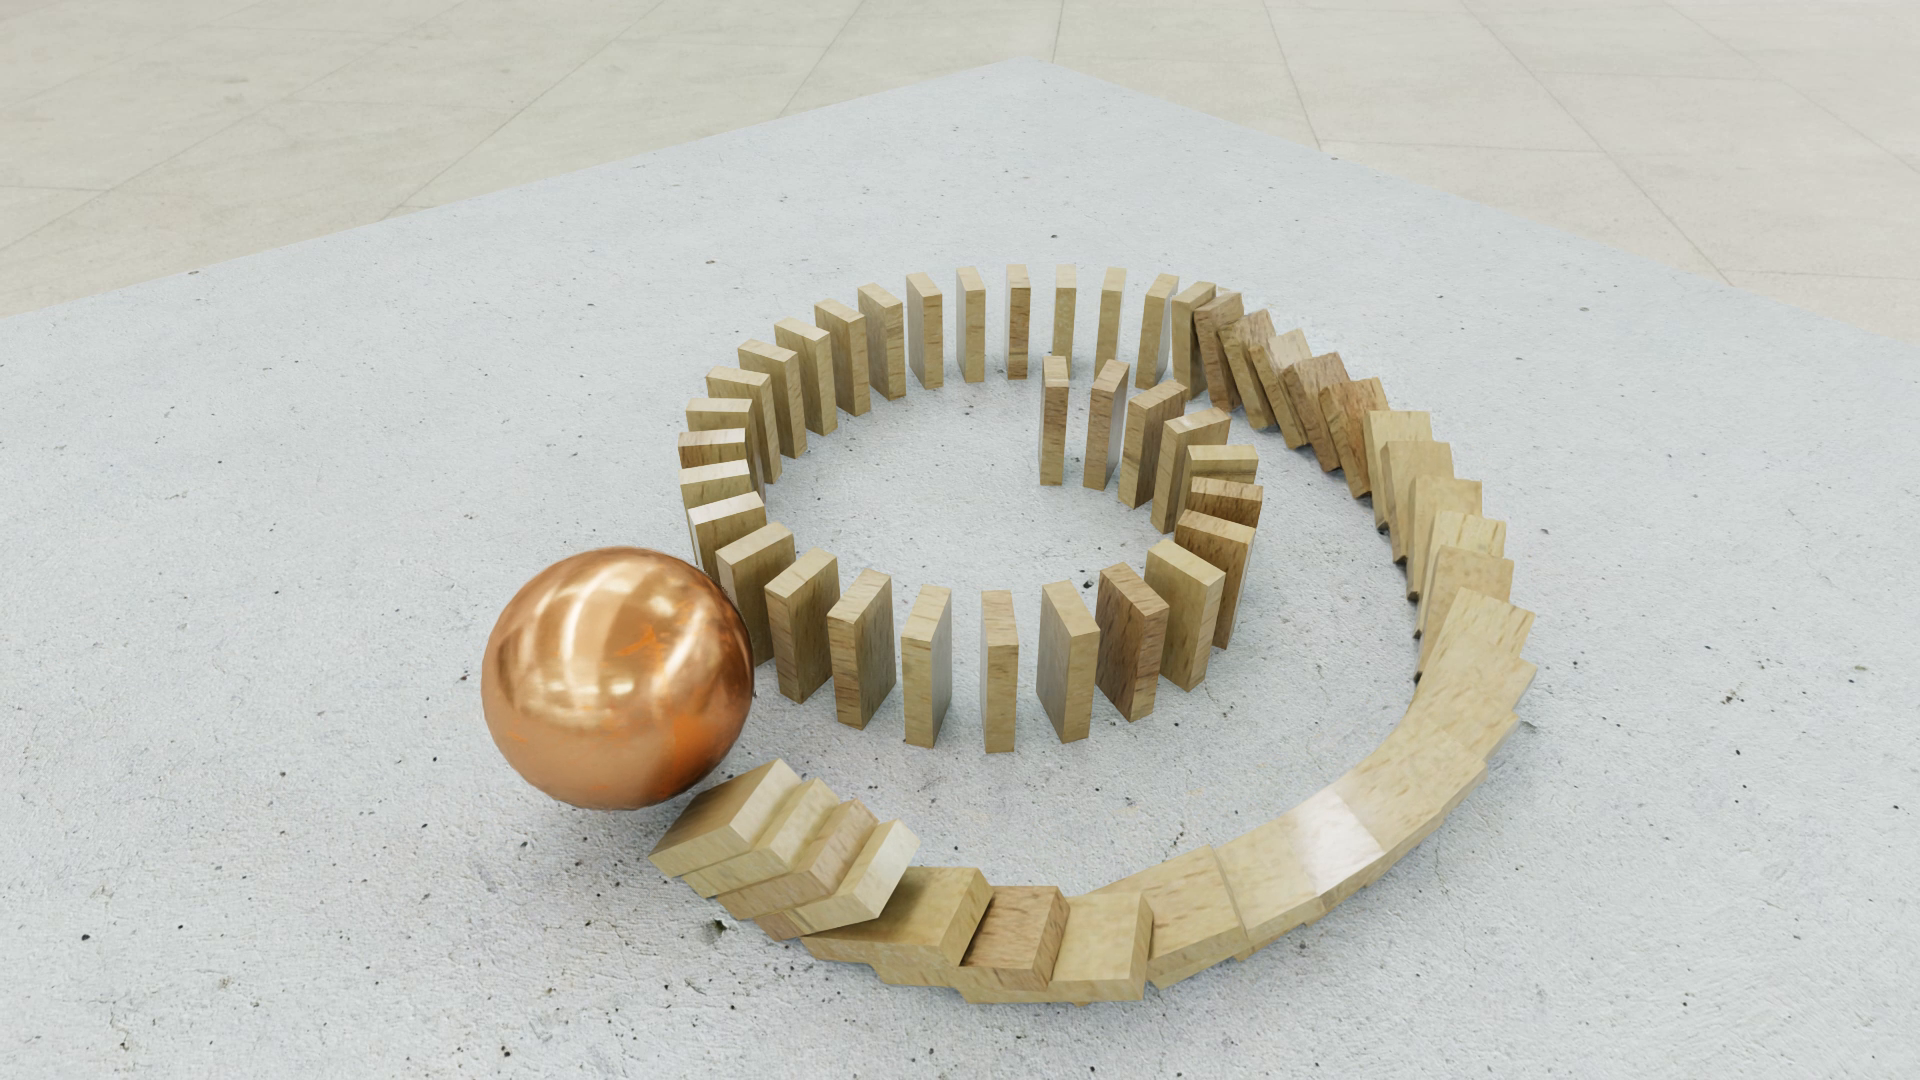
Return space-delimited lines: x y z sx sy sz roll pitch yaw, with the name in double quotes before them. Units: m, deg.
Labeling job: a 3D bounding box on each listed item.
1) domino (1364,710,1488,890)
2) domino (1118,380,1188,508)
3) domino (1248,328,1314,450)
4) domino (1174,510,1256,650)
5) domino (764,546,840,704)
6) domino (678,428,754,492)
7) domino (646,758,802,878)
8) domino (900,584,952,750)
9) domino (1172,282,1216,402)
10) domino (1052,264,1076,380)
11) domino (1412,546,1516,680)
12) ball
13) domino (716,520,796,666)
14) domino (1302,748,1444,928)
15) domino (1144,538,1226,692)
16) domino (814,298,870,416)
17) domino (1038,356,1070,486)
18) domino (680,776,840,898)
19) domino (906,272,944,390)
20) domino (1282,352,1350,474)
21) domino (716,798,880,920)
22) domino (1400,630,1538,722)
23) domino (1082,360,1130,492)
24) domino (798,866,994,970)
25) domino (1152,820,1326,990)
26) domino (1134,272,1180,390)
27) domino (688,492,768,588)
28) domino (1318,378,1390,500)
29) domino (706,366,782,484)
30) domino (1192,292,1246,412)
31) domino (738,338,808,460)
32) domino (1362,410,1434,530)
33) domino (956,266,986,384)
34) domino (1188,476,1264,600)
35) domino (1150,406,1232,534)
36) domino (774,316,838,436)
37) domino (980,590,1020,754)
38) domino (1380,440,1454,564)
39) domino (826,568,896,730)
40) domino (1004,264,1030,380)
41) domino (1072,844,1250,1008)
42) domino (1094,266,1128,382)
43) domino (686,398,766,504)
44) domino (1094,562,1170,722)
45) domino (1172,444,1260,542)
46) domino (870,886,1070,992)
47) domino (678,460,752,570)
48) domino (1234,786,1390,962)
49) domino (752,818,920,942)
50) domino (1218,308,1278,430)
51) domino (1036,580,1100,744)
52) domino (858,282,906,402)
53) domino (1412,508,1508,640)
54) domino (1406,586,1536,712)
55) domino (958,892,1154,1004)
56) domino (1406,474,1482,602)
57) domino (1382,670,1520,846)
"domino" 0.131 0.078 0.332 0.050 0.010 0.025 -40 49 -5
"domino" 0.080 -0.040 0.460 0.025 0.050 0.009 -29 47 -30
"domino" 0.153 -0.069 0.502 0.025 0.050 0.009 -22 -1 -24
"domino" 0.088 0.015 0.394 0.025 0.050 0.010 17 42 20
"domino" -0.052 0.030 0.375 0.009 0.050 0.025 24 45 26
"domino" -0.095 -0.020 0.436 0.025 0.050 0.009 -5 40 -6
"domino" -0.069 0.081 0.318 0.010 0.050 0.025 48 44 -12
"domino" -0.010 0.042 0.360 0.009 0.050 0.025 9 40 11
"domino" 0.113 -0.095 0.527 0.010 0.050 0.025 19 42 37
"domino" 0.051 -0.107 0.542 0.010 0.050 0.025 2 39 3
"domino" 0.180 0.028 0.392 0.025 0.009 0.050 14 68 16
"ball" -0.103 0.042 0.336 0.080 0.080 0.080 0 39 0
"domino" -0.069 0.020 0.387 0.025 0.050 0.009 -30 48 -31
"domino" 0.112 0.087 0.321 0.050 0.010 0.025 -37 46 -2
"domino" 0.075 0.026 0.379 0.009 0.050 0.025 -31 48 -32
"domino" -0.055 -0.085 0.516 0.010 0.050 0.025 -32 49 -33
"domino" 0.040 -0.051 0.474 0.009 0.050 0.025 0 39 1
"domino" -0.057 0.085 0.313 0.009 0.050 0.025 48 44 -12
"domino" -0.017 -0.102 0.535 0.009 0.050 0.025 -14 41 -16
"domino" 0.165 -0.057 0.490 0.025 0.009 0.050 -17 81 -19
"domino" -0.046 0.090 0.308 0.010 0.050 0.025 48 44 -12
"domino" 0.162 0.056 0.358 0.025 0.009 0.050 32 75 32
"domino" 0.063 -0.049 0.471 0.009 0.050 0.025 14 41 17
"domino" -0.018 0.102 0.300 0.050 0.010 0.025 -12 29 36
"domino" 0.071 0.101 0.304 0.050 0.009 0.025 -29 41 6
"domino" 0.096 -0.101 0.534 0.009 0.050 0.025 16 42 18
"domino" -0.082 0.008 0.402 0.025 0.050 0.009 -17 42 -20
"domino" 0.176 -0.044 0.477 0.025 0.009 0.050 -10 75 -12
"domino" -0.092 -0.049 0.471 0.025 0.050 0.010 12 41 14
"domino" 0.126 -0.088 0.520 0.025 0.050 0.009 -32 26 -33
"domino" -0.083 -0.062 0.487 0.025 0.050 0.010 19 43 22
"domino" 0.185 -0.029 0.460 0.025 0.010 0.050 0 70 0
"domino" 0.005 -0.105 0.540 0.010 0.050 0.025 -7 40 -8
"domino" 0.096 0.001 0.410 0.025 0.050 0.010 9 40 10
"domino" 0.093 -0.028 0.445 0.025 0.050 0.010 -17 42 -20
"domino" -0.070 -0.074 0.502 0.025 0.050 0.009 26 46 28
"domino" 0.012 0.043 0.359 0.009 0.050 0.025 -2 39 -3
"domino" 0.186 -0.015 0.444 0.025 0.009 0.050 1 68 2
"domino" -0.032 0.037 0.366 0.009 0.050 0.025 17 42 19
"domino" 0.028 -0.107 0.542 0.009 0.050 0.025 -2 39 -3
"domino" 0.050 0.105 0.299 0.050 0.009 0.025 -26 39 11
"domino" 0.074 -0.105 0.540 0.010 0.050 0.025 8 40 9
"domino" -0.096 -0.034 0.454 0.025 0.050 0.010 2 39 2
"domino" 0.056 0.035 0.369 0.009 0.050 0.025 -19 43 -22
"domino" 0.099 -0.014 0.428 0.025 0.050 0.009 -1 39 -1
"domino" 0.003 0.107 0.296 0.050 0.009 0.025 -11 32 30
"domino" -0.090 -0.006 0.418 0.025 0.050 0.010 -10 40 -12
"domino" 0.092 0.094 0.312 0.050 0.010 0.025 -33 44 1
"domino" -0.034 0.094 0.303 0.009 0.050 0.025 48 44 -12
"domino" 0.139 -0.080 0.512 0.025 0.050 0.010 -28 11 -30
"domino" 0.035 0.040 0.362 0.010 0.050 0.025 -11 41 -14
"domino" -0.037 -0.095 0.527 0.009 0.050 0.025 -24 45 -26
"domino" 0.186 0.015 0.408 0.025 0.010 0.050 12 68 15
"domino" 0.173 0.043 0.374 0.025 0.009 0.050 23 71 25
"domino" 0.025 0.109 0.293 0.050 0.010 0.025 -13 33 27
"domino" 0.188 0.000 0.426 0.025 0.010 0.050 7 67 9
"domino" 0.148 0.068 0.344 0.050 0.010 0.025 -45 53 -9
